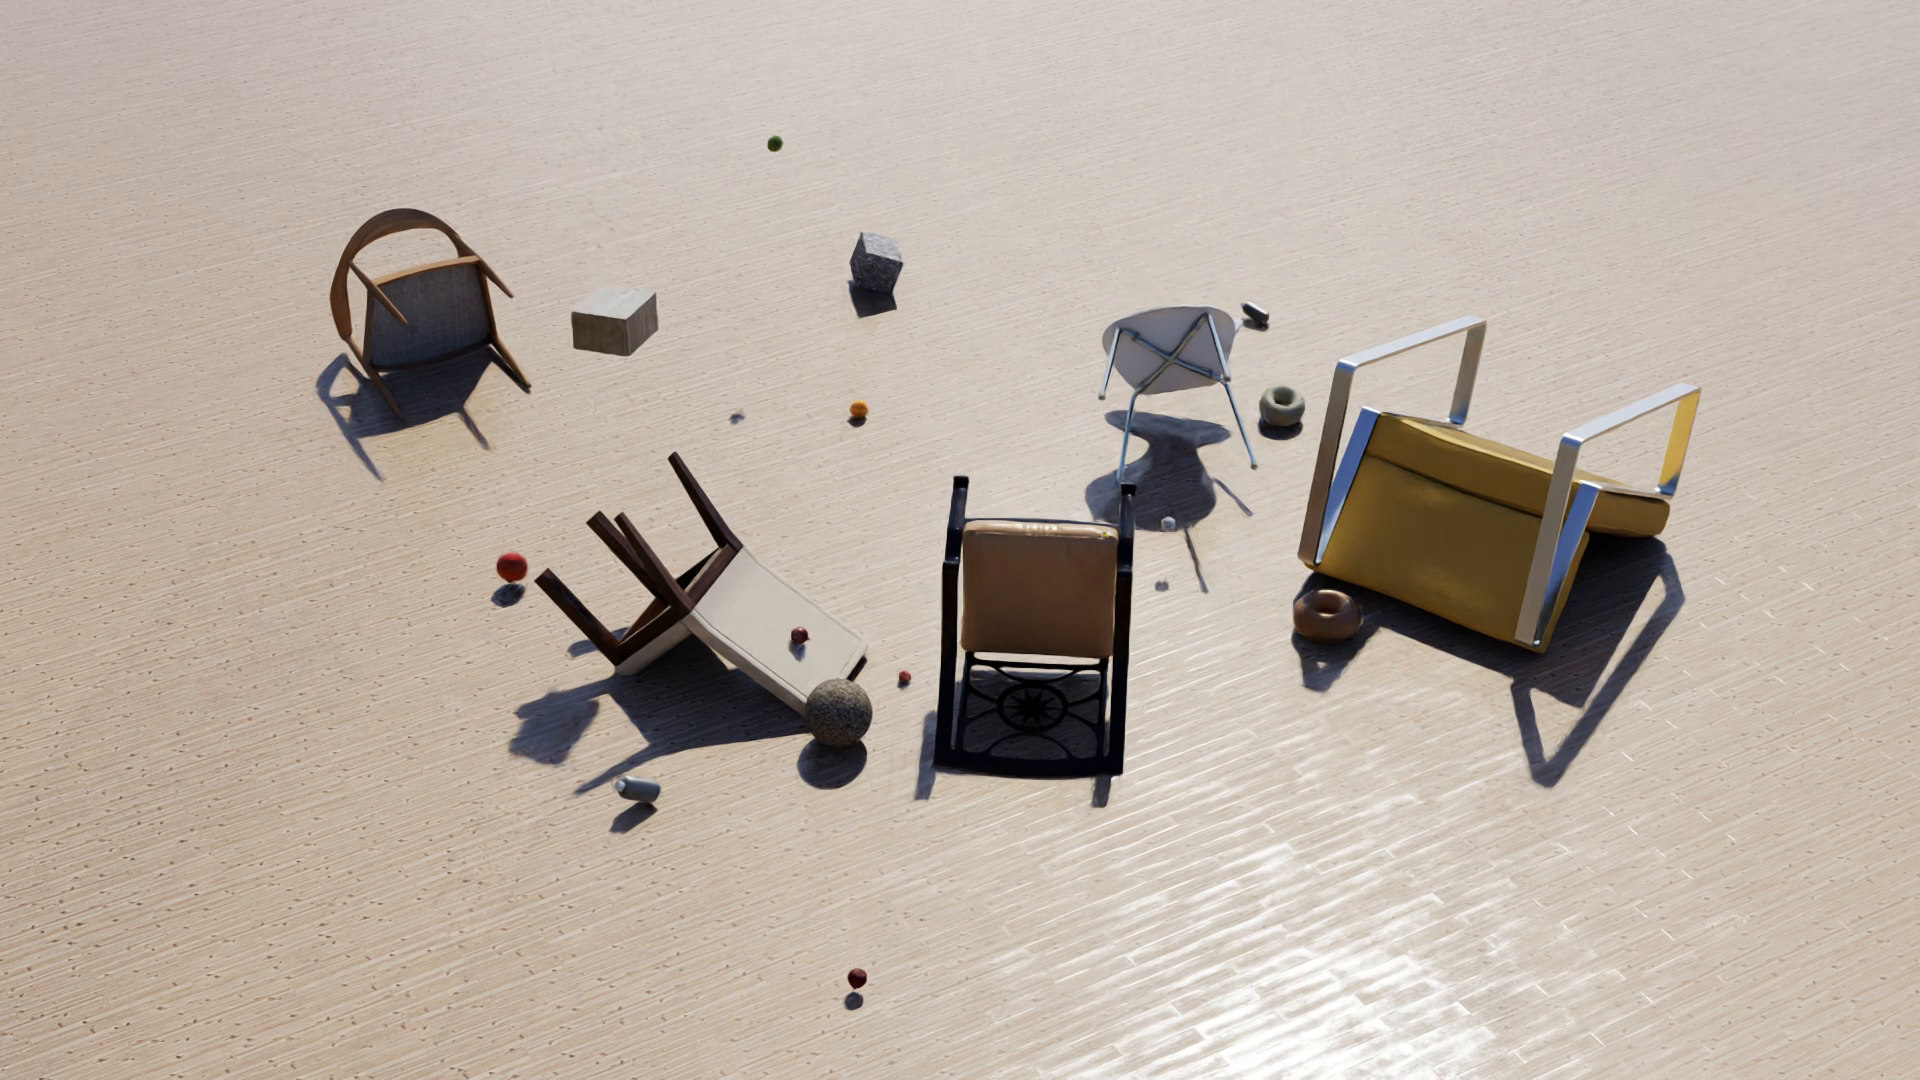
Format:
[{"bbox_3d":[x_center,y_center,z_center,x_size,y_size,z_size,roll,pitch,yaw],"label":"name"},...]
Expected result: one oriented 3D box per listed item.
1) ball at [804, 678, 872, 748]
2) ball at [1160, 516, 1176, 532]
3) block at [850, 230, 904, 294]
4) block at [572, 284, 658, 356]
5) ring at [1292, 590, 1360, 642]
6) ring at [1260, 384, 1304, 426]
[{"bbox_3d":[-0.409,0.581,9.854,0.231,0.231,0.231,0,33,0],"label":"ball"},{"bbox_3d":[0.762,-0.056,10.730,0.057,0.057,0.057,0,33,0],"label":"ball"},{"bbox_3d":[-0.358,-1.189,12.559,0.166,0.159,0.203,14,30,-18],"label":"block"},{"bbox_3d":[-1.205,-0.767,10.239,0.210,0.142,0.244,9,30,17],"label":"block"},{"bbox_3d":[1.304,0.272,10.425,0.242,0.118,0.231,5,34,8],"label":"ring"},{"bbox_3d":[1.279,-0.534,11.644,0.180,0.096,0.191,19,48,16],"label":"ring"}]
